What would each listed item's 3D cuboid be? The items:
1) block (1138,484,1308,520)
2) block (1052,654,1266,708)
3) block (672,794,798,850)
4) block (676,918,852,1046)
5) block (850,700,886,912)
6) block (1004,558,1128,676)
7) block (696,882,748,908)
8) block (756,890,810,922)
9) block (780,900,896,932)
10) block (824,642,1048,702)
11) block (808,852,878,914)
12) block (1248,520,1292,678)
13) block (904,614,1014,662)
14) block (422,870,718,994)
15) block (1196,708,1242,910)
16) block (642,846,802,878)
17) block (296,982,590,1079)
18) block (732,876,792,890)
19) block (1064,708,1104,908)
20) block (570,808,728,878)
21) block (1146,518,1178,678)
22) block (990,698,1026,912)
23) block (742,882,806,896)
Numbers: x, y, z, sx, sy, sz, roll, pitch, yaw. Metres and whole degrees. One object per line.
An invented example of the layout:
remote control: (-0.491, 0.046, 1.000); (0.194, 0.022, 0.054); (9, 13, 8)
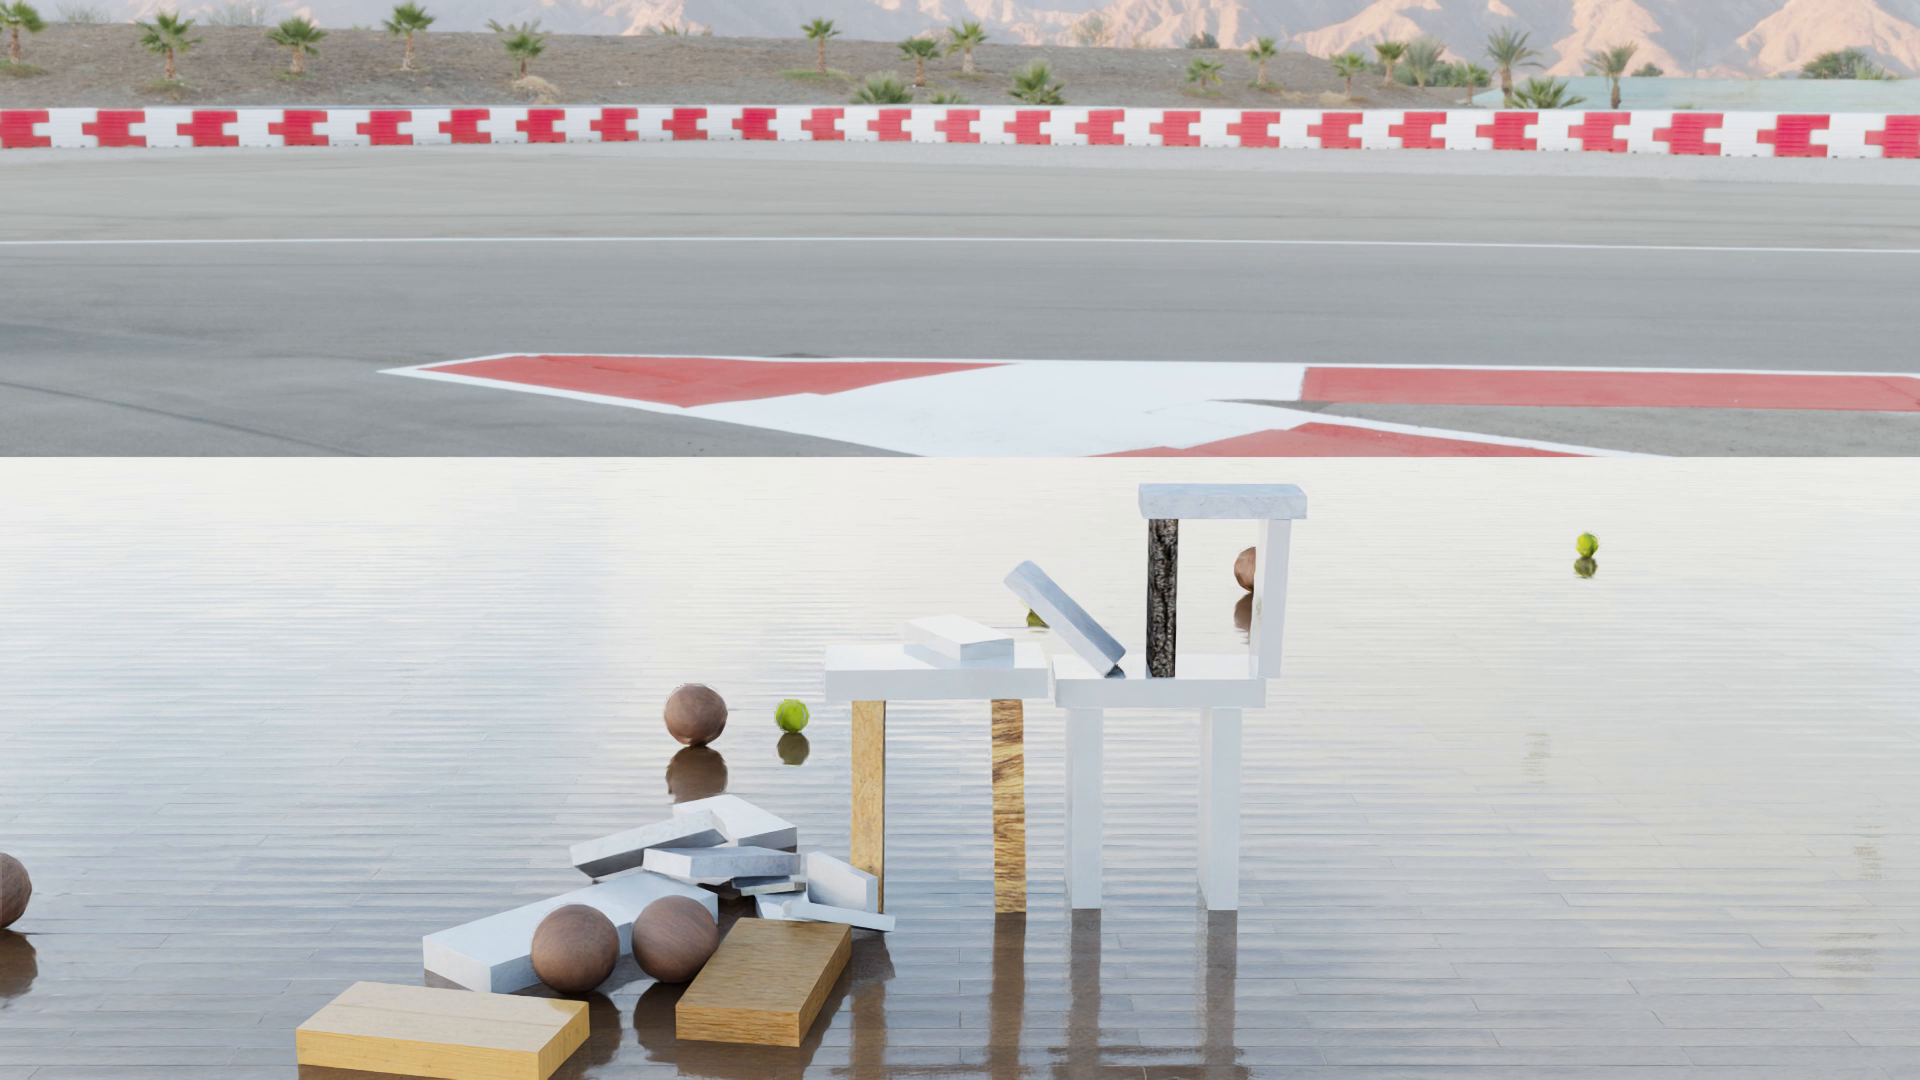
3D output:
block: (0.422, -0.063, 3.553); (0.259, 0.037, 0.130); (0, 10, 1)
block: (0.323, 0.232, 3.619); (0.337, 0.048, 0.169); (0, 11, 0)
block: (-0.409, 0.515, 3.980); (0.121, 0.034, 0.241); (-7, 13, -34)
block: (-0.283, 0.645, 3.236); (0.176, 0.050, 0.353); (2, 11, 9)
block: (-0.152, 0.415, 3.633); (0.050, 0.356, 0.178); (1, 11, -1)
block: (0.173, 0.125, 3.596); (0.224, 0.029, 0.101); (43, 18, 4)
block: (-0.403, 0.588, 3.643); (0.095, 0.014, 0.048); (5, 12, 27)
block: (-0.277, 0.604, 3.528); (0.082, 0.023, 0.165); (-2, 11, -13)
block: (-0.191, 0.588, 3.434); (0.165, 0.023, 0.082); (11, -14, -13)
block: (-0.041, 0.214, 3.597); (0.356, 0.050, 0.178); (-1, 11, -2)
block: (-0.191, 0.567, 3.567); (0.023, 0.082, 0.165); (-8, 13, -38)
block: (0.504, 0.083, 3.580); (0.037, 0.259, 0.130); (3, 11, 1)
block: (-0.003, 0.162, 3.663); (0.101, 0.029, 0.202); (-6, 12, -28)
block: (-0.601, 0.609, 3.432); (0.176, 0.050, 0.432); (10, 14, 43)
block: (0.429, 0.423, 3.643); (0.048, 0.337, 0.169); (0, 11, 0)
block: (-0.396, 0.538, 3.679); (0.121, 0.034, 0.241); (2, -4, 43)
block: (-0.712, 0.681, 3.042); (0.353, 0.050, 0.176); (2, 11, 12)
block: (-0.332, 0.579, 3.694); (0.095, 0.014, 0.048); (-3, 11, -15)
block: (0.205, 0.422, 3.651); (0.048, 0.338, 0.169); (0, 11, -1)
block: (-0.519, 0.510, 3.689); (0.241, 0.034, 0.121); (-15, -20, 1)
block: (0.329, 0.082, 3.584); (0.037, 0.259, 0.130); (0, 11, 0)
block: (0.079, 0.415, 3.633); (0.050, 0.356, 0.178); (-1, 11, 0)
block: (-0.306, 0.575, 3.618); (0.095, 0.014, 0.048); (-9, -13, 18)
